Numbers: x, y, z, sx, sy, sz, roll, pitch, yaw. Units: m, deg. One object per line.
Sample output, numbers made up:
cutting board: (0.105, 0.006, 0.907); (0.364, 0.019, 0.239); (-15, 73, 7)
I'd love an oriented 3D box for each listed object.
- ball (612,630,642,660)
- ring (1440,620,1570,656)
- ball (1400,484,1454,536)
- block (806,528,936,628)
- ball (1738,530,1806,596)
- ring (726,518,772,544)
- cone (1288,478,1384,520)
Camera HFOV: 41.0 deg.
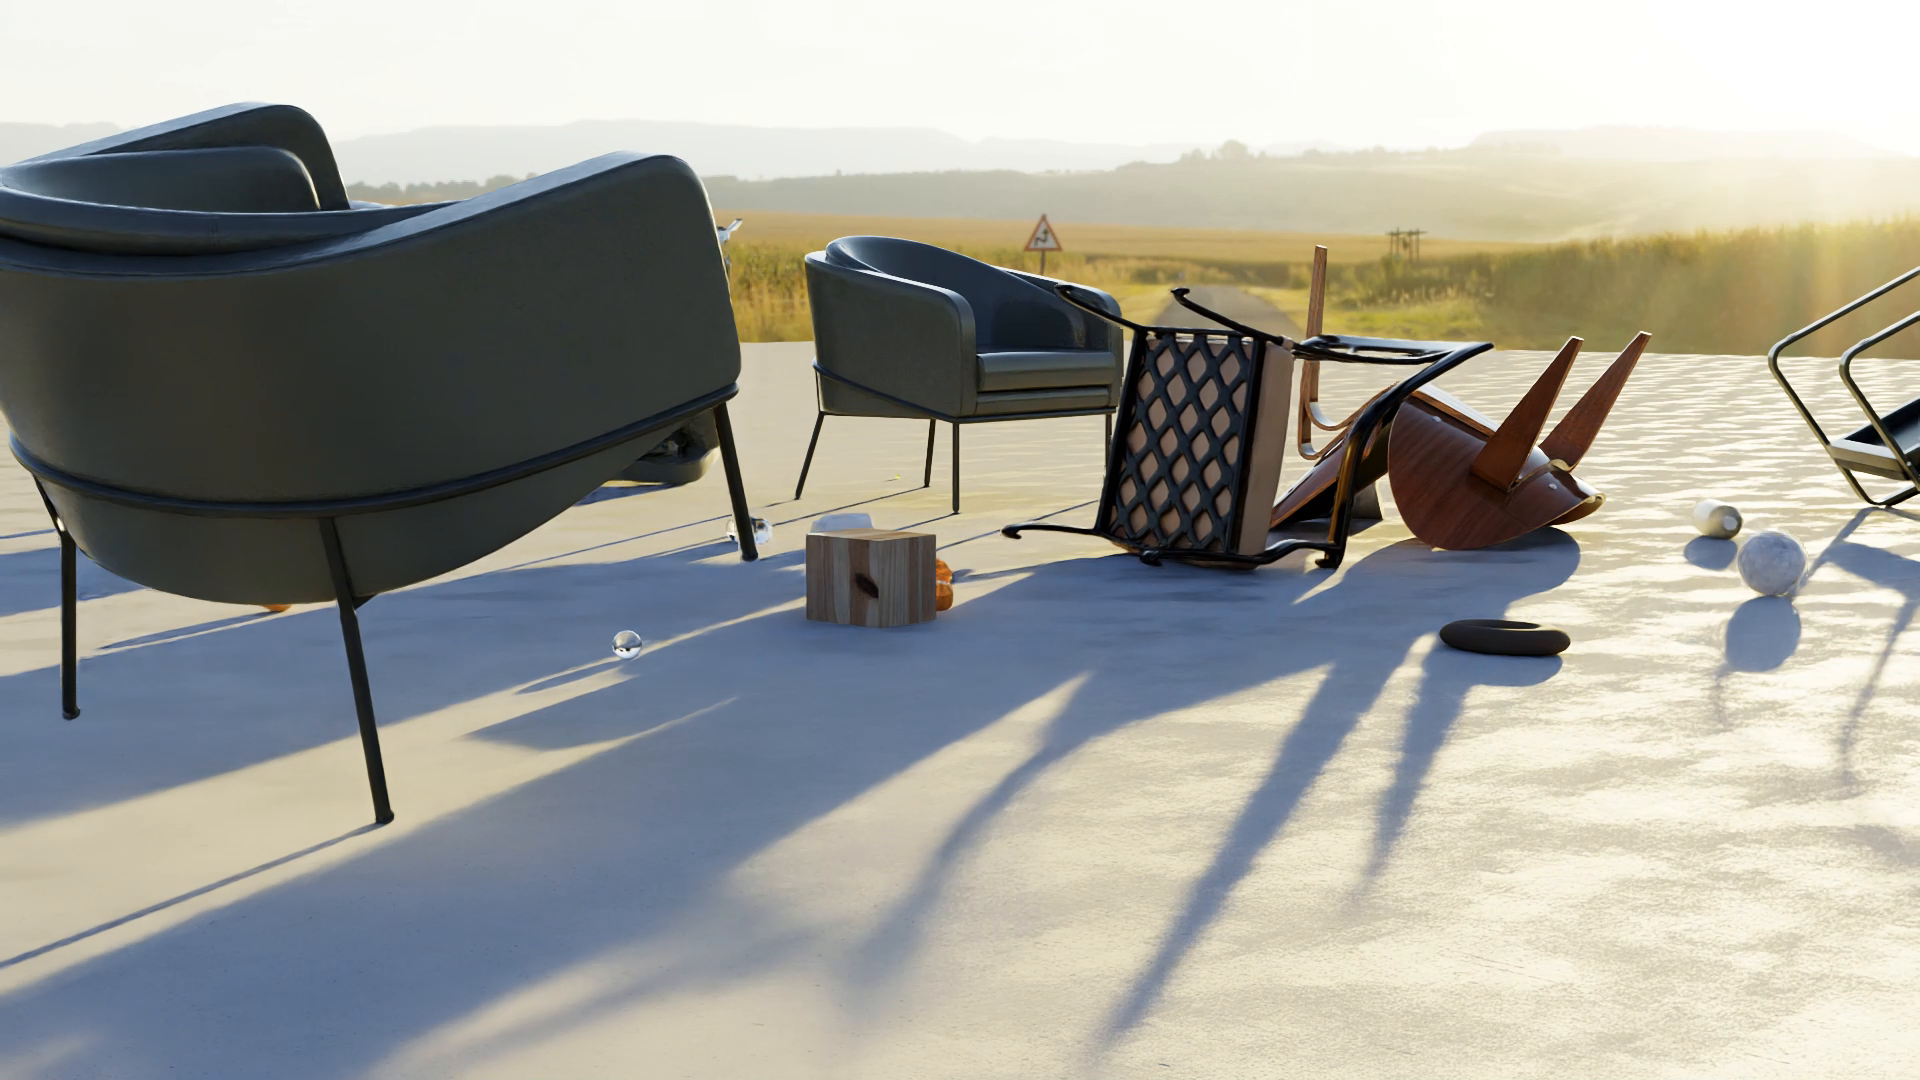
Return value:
ball: (-0.573, 0.181, 4.414); (0.050, 0.050, 0.050); (0, 6, 0)
ring: (0.961, 0.172, 4.528); (0.249, 0.046, 0.157); (5, 9, 43)
ball: (1.183, -0.076, 6.494); (0.134, 0.134, 0.134); (0, 6, 0)
block: (-0.170, 0.071, 4.919); (0.190, 0.165, 0.161); (5, 8, 41)
ball: (1.675, 0.046, 5.292); (0.137, 0.137, 0.137); (0, 6, 0)
ring: (-0.525, -0.024, 6.377); (0.138, 0.057, 0.090); (7, 10, 41)
cone: (1.015, -0.087, 6.982); (0.257, 0.115, 0.155); (-12, 1, 13)
